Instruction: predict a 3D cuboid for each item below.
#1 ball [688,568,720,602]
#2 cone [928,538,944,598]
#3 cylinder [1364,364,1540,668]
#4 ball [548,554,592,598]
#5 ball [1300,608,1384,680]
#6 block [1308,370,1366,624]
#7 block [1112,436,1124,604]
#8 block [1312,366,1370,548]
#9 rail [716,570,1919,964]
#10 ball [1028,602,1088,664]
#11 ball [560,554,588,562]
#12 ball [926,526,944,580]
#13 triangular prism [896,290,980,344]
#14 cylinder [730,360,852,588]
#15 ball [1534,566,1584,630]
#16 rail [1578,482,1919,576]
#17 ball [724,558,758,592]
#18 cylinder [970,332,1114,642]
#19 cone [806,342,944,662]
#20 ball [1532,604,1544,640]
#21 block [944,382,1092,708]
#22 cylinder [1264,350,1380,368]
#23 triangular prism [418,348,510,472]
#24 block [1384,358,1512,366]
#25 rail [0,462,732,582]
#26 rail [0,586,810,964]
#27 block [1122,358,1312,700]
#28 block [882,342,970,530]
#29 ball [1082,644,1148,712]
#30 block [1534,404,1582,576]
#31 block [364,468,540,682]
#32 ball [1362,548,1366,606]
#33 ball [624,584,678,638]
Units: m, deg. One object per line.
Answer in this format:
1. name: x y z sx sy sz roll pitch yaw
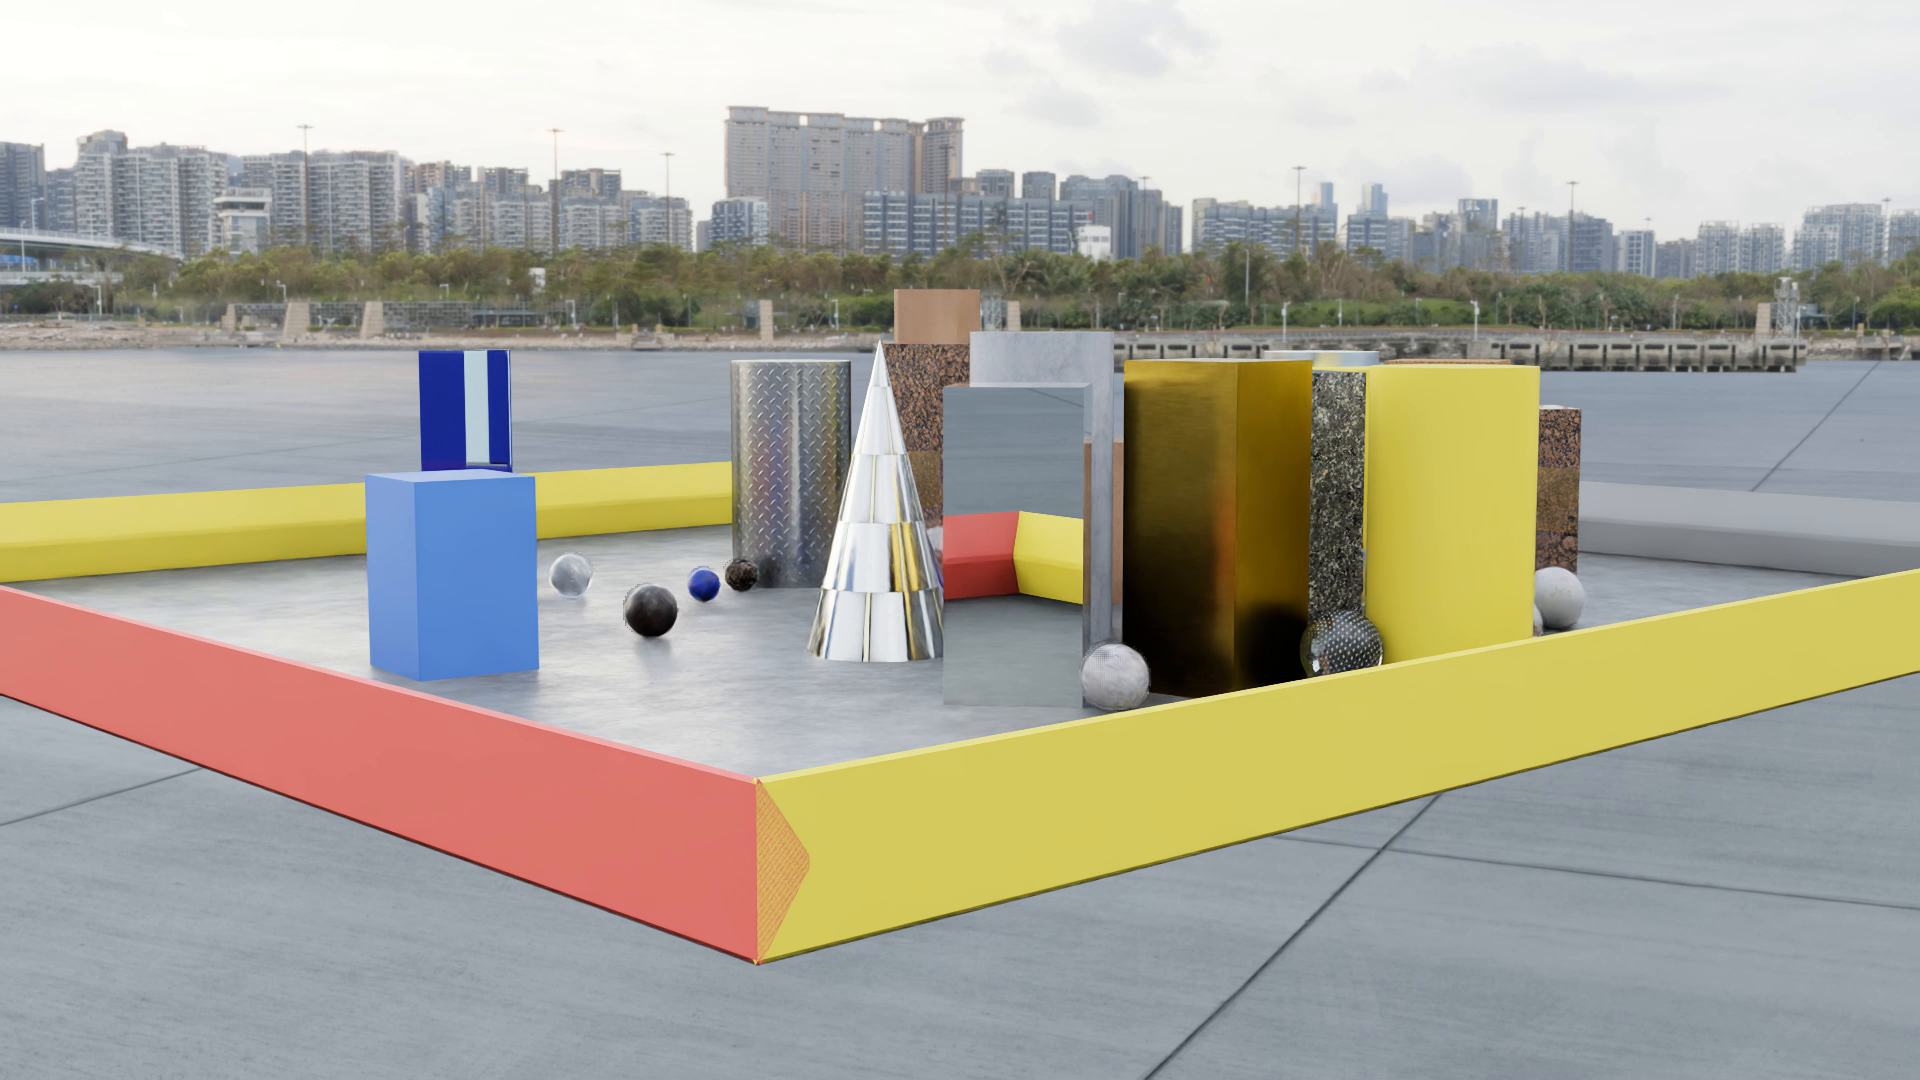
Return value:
1. ball: -0.393 0.069 3.370 0.050 0.050 0.050 0 6 0
2. cone: -0.106 -0.041 3.201 0.196 0.304 0.196 0 6 0
3. cylinder: 0.583 -0.017 2.611 0.196 0.378 0.196 0 6 0
4. ball: -0.602 0.057 3.400 0.068 0.068 0.068 0 6 0
5. ball: 0.446 0.129 2.573 0.097 0.097 0.097 0 6 0
6. block: 0.406 -0.031 2.800 0.157 0.367 0.157 -2 6 -17
7. block: 0.268 -0.033 3.407 0.157 0.246 0.157 4 7 35
8. block: 0.643 -0.099 3.526 0.157 0.352 0.157 -4 7 -31
9. rail: 0.843 0.128 2.423 2.713 0.127 0.045 -5 8 -42
10. ball: 0.124 0.117 2.779 0.077 0.077 0.077 0 6 0
11. ball: -0.614 0.052 3.472 0.062 0.062 0.062 0 6 0
12. ball: -0.033 0.025 3.578 0.094 0.094 0.094 0 6 0
13. triangular prism: -0.067 -0.235 4.197 0.170 0.483 0.147 -2 6 -21
14. cylinder: -0.276 -0.112 3.601 0.196 0.362 0.196 0 6 0
15. ball: 0.828 0.081 3.076 0.087 0.087 0.087 0 6 0
16. rail: 0.980 -0.061 4.231 0.045 0.127 2.534 -5 8 -42
17. ball: -0.348 0.056 3.491 0.052 0.052 0.052 0 6 0
18. cylinder: 0.111 -0.076 3.006 0.196 0.415 0.196 0 6 0
19. cone: -0.104 -0.058 2.866 0.196 0.408 0.196 0 6 0
20. ball: 0.714 0.110 2.845 0.078 0.078 0.078 0 6 0
21. block: 0.068 0.001 2.537 0.157 0.359 0.157 1 6 7
22. cylinder: 0.622 -0.139 3.804 0.196 0.373 0.196 0 6 0
23. triangular prism: -0.815 -0.139 3.786 0.170 0.378 0.147 2 6 17
24. block: 0.702 -0.073 3.176 0.157 0.373 0.157 2 6 20
25. rail: -0.843 -0.062 4.241 2.713 0.127 0.045 -5 8 -42
26. rail: -0.980 0.127 2.433 0.045 0.127 2.534 -5 8 -42
27. block: 0.302 -0.018 2.584 0.157 0.386 0.157 5 8 40
28. block: -0.030 -0.157 3.919 0.157 0.385 0.157 -5 8 -42
29. ball: 0.173 0.153 2.448 0.075 0.075 0.075 0 6 0
30. block: 0.925 -0.078 3.642 0.157 0.285 0.157 0 6 0
31. block: -0.633 0.039 2.740 0.157 0.241 0.157 -4 7 -36
32. ball: 0.614 0.056 3.318 0.088 0.088 0.088 0 6 0
33. ball: -0.421 0.096 3.002 0.072 0.072 0.072 0 6 0
